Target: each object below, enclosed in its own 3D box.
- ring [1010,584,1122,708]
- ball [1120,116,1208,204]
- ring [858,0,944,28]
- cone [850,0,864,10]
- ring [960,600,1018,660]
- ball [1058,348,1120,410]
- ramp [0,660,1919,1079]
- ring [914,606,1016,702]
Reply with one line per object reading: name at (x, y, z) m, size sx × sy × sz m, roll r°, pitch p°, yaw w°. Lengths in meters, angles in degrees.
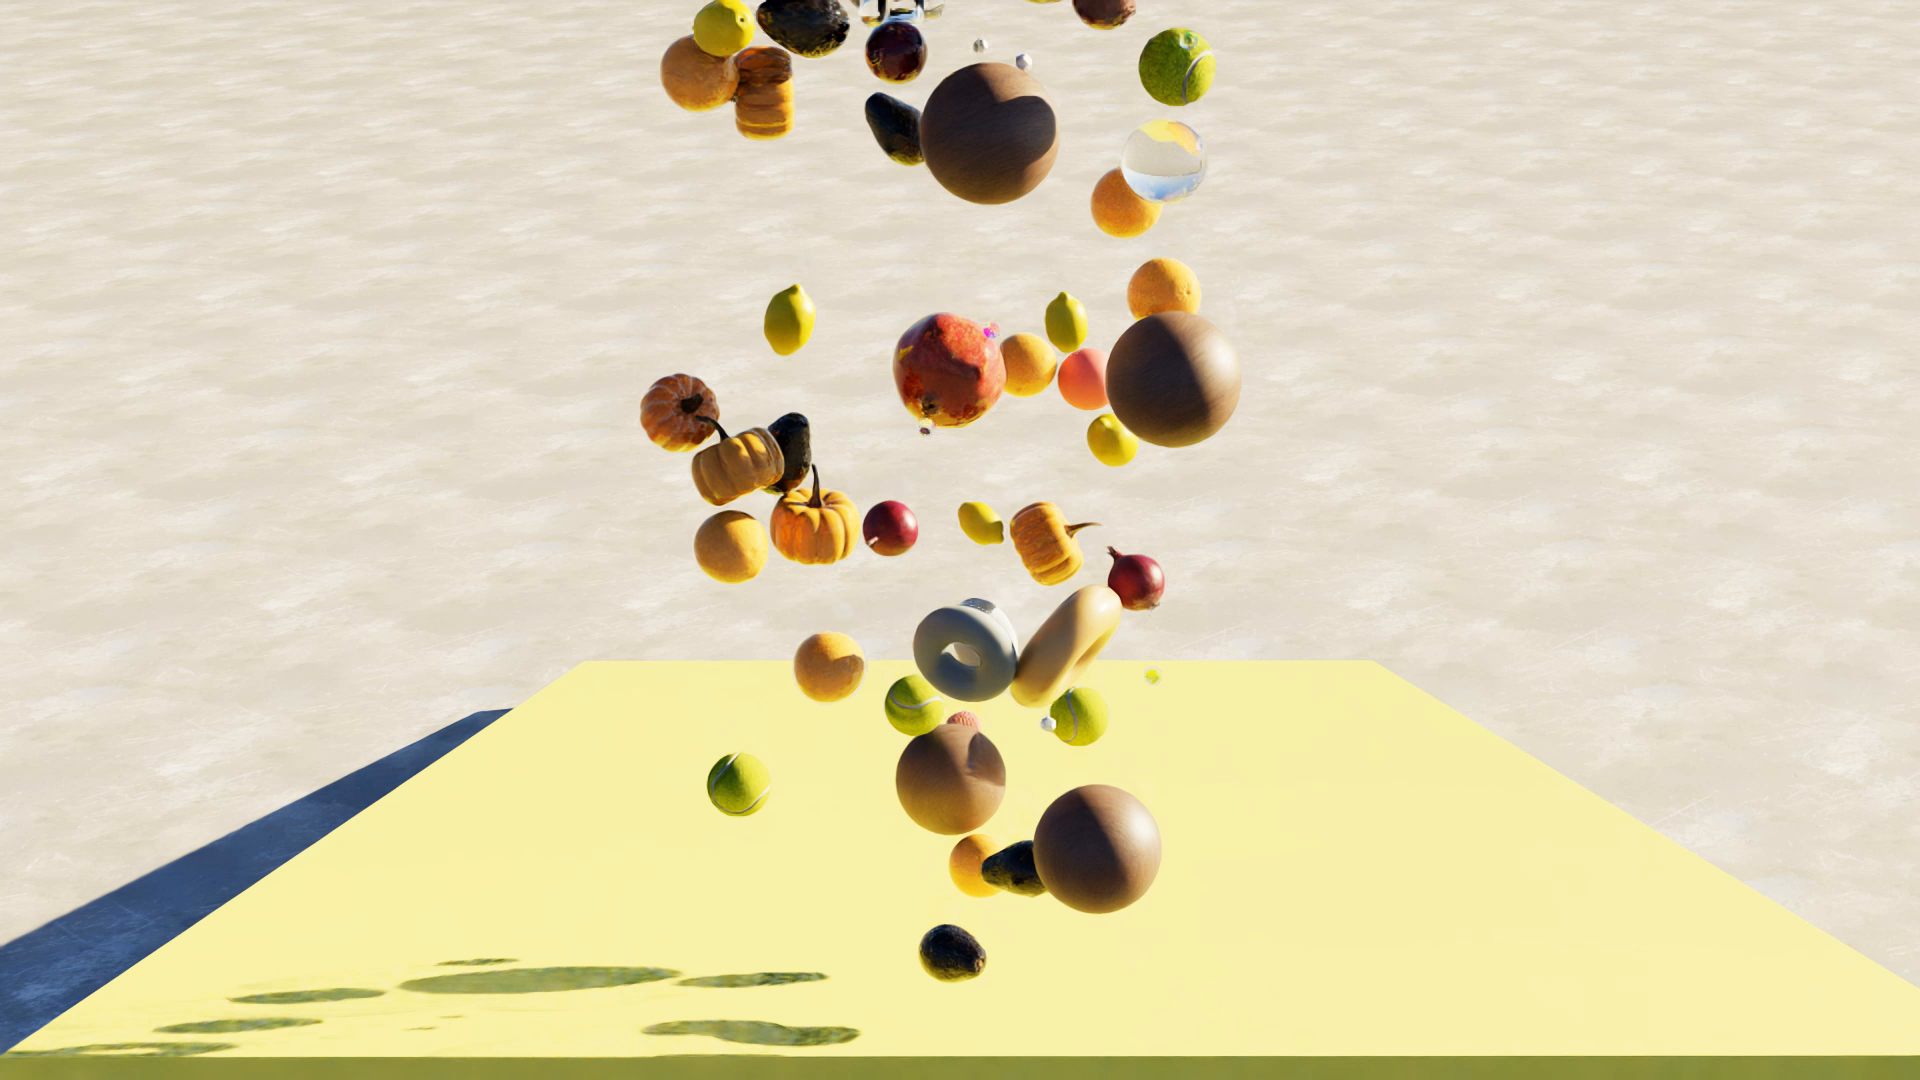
ring at (0.107, 0.108, 2.600) m, size 0.050 × 0.150 × 0.150 m, roll 40°, pitch 34°, yaw 11°
ball at (0.196, -0.362, 2.459) m, size 0.083 × 0.083 × 0.083 m, roll 0°, pitch 22°, yaw 0°
ring at (-0.056, -0.501, 2.427) m, size 0.083 × 0.028 × 0.083 m, roll -8°, pitch 8°, yaw 1°
cone at (-0.126, -0.579, 2.561) m, size 0.081 × 0.081 × 0.081 m, roll 19°, pitch 23°, yaw -1°
ring at (0.026, 0.106, 2.735) m, size 0.031 × 0.094 × 0.094 m, roll -27°, pitch 5°, yaw 33°
ball at (0.144, -0.180, 2.876) m, size 0.070 × 0.070 × 0.070 m, roll 0°, pitch 22°, yaw 0°
ramp at (0.051, 0.457, 4.533) m, size 2.000 × 0.100 × 4.000 m, roll 0°, pitch 3°, yaw 0°
ring at (0.005, 0.113, 2.547) m, size 0.109 × 0.109 × 0.036 m, roll 8°, pitch 35°, yaw 20°
